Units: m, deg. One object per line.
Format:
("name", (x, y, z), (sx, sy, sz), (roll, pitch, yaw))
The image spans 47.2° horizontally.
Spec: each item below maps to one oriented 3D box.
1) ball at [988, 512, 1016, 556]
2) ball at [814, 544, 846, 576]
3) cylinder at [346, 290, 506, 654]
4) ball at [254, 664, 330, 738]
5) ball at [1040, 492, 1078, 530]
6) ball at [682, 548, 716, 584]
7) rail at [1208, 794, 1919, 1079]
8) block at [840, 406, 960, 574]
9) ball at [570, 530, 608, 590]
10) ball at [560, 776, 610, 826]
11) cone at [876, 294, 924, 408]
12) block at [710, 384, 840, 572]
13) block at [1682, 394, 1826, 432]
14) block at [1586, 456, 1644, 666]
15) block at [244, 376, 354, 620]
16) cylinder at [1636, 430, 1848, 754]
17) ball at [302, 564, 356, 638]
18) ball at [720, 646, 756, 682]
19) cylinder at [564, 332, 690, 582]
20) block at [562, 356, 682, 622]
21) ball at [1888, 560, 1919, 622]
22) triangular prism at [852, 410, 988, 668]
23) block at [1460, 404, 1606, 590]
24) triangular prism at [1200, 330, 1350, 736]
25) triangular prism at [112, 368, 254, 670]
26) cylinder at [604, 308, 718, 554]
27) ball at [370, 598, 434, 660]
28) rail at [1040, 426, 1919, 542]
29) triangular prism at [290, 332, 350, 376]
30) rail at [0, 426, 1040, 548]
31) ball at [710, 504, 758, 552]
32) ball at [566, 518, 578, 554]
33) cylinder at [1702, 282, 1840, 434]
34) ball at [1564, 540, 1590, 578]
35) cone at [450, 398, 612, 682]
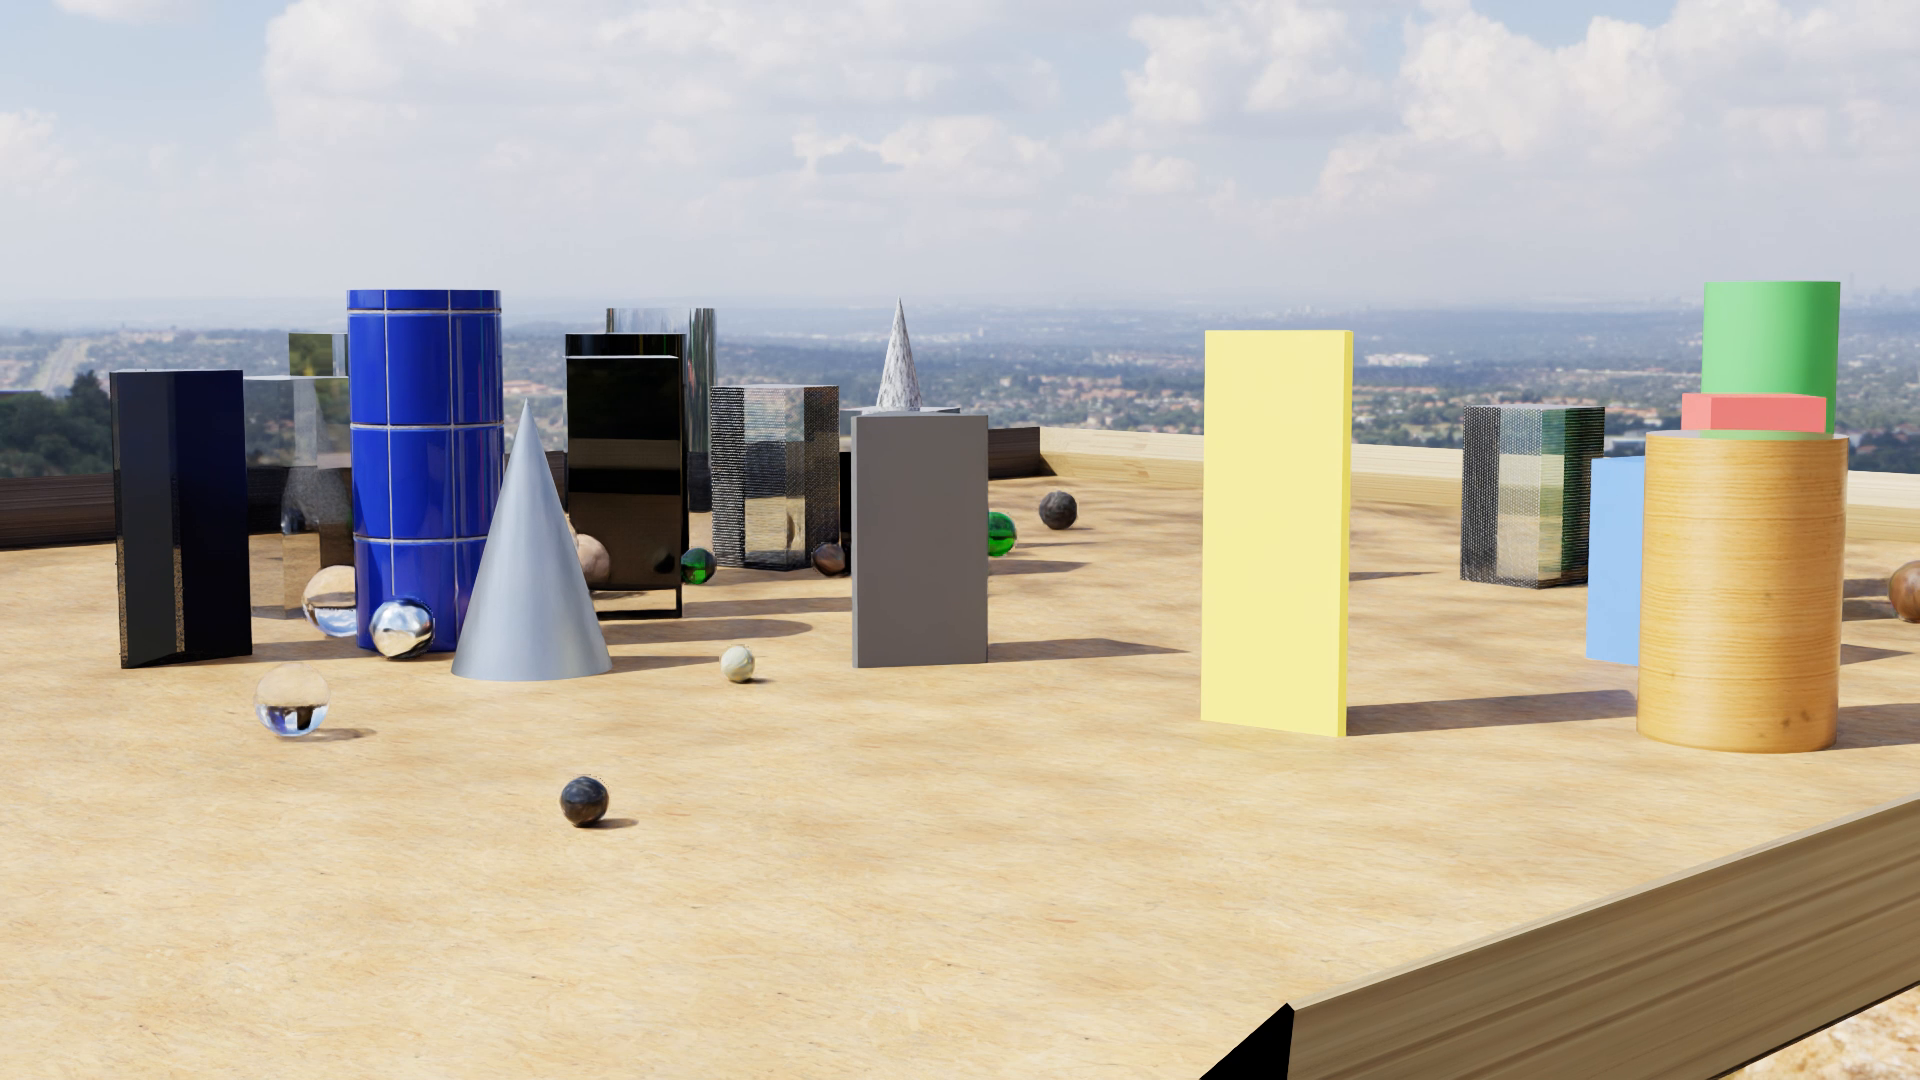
("ball", (0.063, -0.011, 4.006), (0.081, 0.081, 0.081), (0, 6, 0))
("ball", (-0.220, 0.033, 3.709), (0.055, 0.055, 0.055), (0, 6, 0))
("cylinder", (-0.710, -0.096, 2.937), (0.200, 0.472, 0.200), (0, 6, 0))
("ball", (-0.700, 0.168, 2.305), (0.077, 0.077, 0.077), (0, 6, 0))
("ball", (0.201, -0.060, 4.491), (0.079, 0.079, 0.079), (0, 6, 0))
("ball", (-0.429, 0.042, 3.598), (0.060, 0.060, 0.060), (0, 6, 0))
("rail", (1.219, 0.171, 2.018), (3.955, 0.130, 0.045), (-5, 8, -42))
("block", (-0.102, -0.086, 3.770), (0.160, 0.278, 0.160), (2, 6, 19))
("ball", (-0.607, 0.034, 3.490), (0.098, 0.098, 0.098), (0, 6, 0))
("ball", (-0.326, 0.227, 1.908), (0.043, 0.043, 0.043), (0, 6, 0))
("cone", (-0.112, -0.219, 4.091), (0.200, 0.477, 0.200), (0, 6, 0))
("block", (-0.323, -0.113, 3.863), (0.160, 0.314, 0.160), (4, 7, 32))
("block", (1.154, -0.050, 3.220), (0.160, 0.322, 0.160), (0, 6, 4))
("block", (0.918, 0.026, 2.803), (0.160, 0.257, 0.160), (-4, 7, -36))
("block", (-1.008, -0.068, 3.269), (0.160, 0.347, 0.160), (3, 7, 28))
("cylinder", (0.817, 0.048, 2.301), (0.200, 0.317, 0.200), (0, 6, 0))
("ball", (-0.849, 0.084, 3.011), (0.099, 0.099, 0.099), (0, 6, 0))
("ball", (-0.267, 0.150, 2.649), (0.043, 0.043, 0.043), (0, 6, 0))
("cylinder", (-0.549, -0.137, 3.634), (0.200, 0.408, 0.200), (0, 6, 0))
("block", (-0.498, -0.080, 3.234), (0.160, 0.378, 0.160), (-1, 6, -12))
("ball", (1.379, 0.073, 3.149), (0.092, 0.092, 0.092), (0, 6, 0))
("triangular prism", (-0.066, -0.006, 2.829), (0.173, 0.314, 0.150), (-1, 6, -14))
("block", (0.942, -0.076, 3.622), (0.160, 0.289, 0.160), (-4, 7, -37))
("triangular prism", (0.377, -0.015, 2.396), (0.173, 0.423, 0.150), (5, 7, 37))
("triangular prism", (-1.035, -0.034, 2.838), (0.150, 0.370, 0.173), (6, 8, 45))
("cylinder", (-0.536, -0.192, 3.967), (0.200, 0.450, 0.200), (0, 6, 0))
("ball", (-0.716, 0.113, 2.819), (0.080, 0.080, 0.080), (0, 6, 0))
("rail", (1.436, -0.103, 4.650), (0.045, 0.130, 3.643), (-5, 8, -42))
("triangular prism", (-1.106, -0.175, 4.019), (0.173, 0.405, 0.150), (6, 8, 43))
("rail", (-1.219, -0.103, 4.646), (3.955, 0.130, 0.045), (-5, 8, -42))
("ball", (-0.417, -0.022, 4.073), (0.089, 0.089, 0.089), (0, 6, 0))
("ball", (-0.576, 0.007, 3.026), (0.100, 0.100, 0.100), (0, 6, 0))
("cylinder", (1.270, -0.160, 3.464), (0.200, 0.490, 0.200), (0, 6, 0))
("ball", (1.045, 0.032, 3.682), (0.063, 0.063, 0.063), (0, 6, 0))
("cone", (-0.535, -0.009, 2.733), (0.200, 0.340, 0.200), (0, 6, 0))
